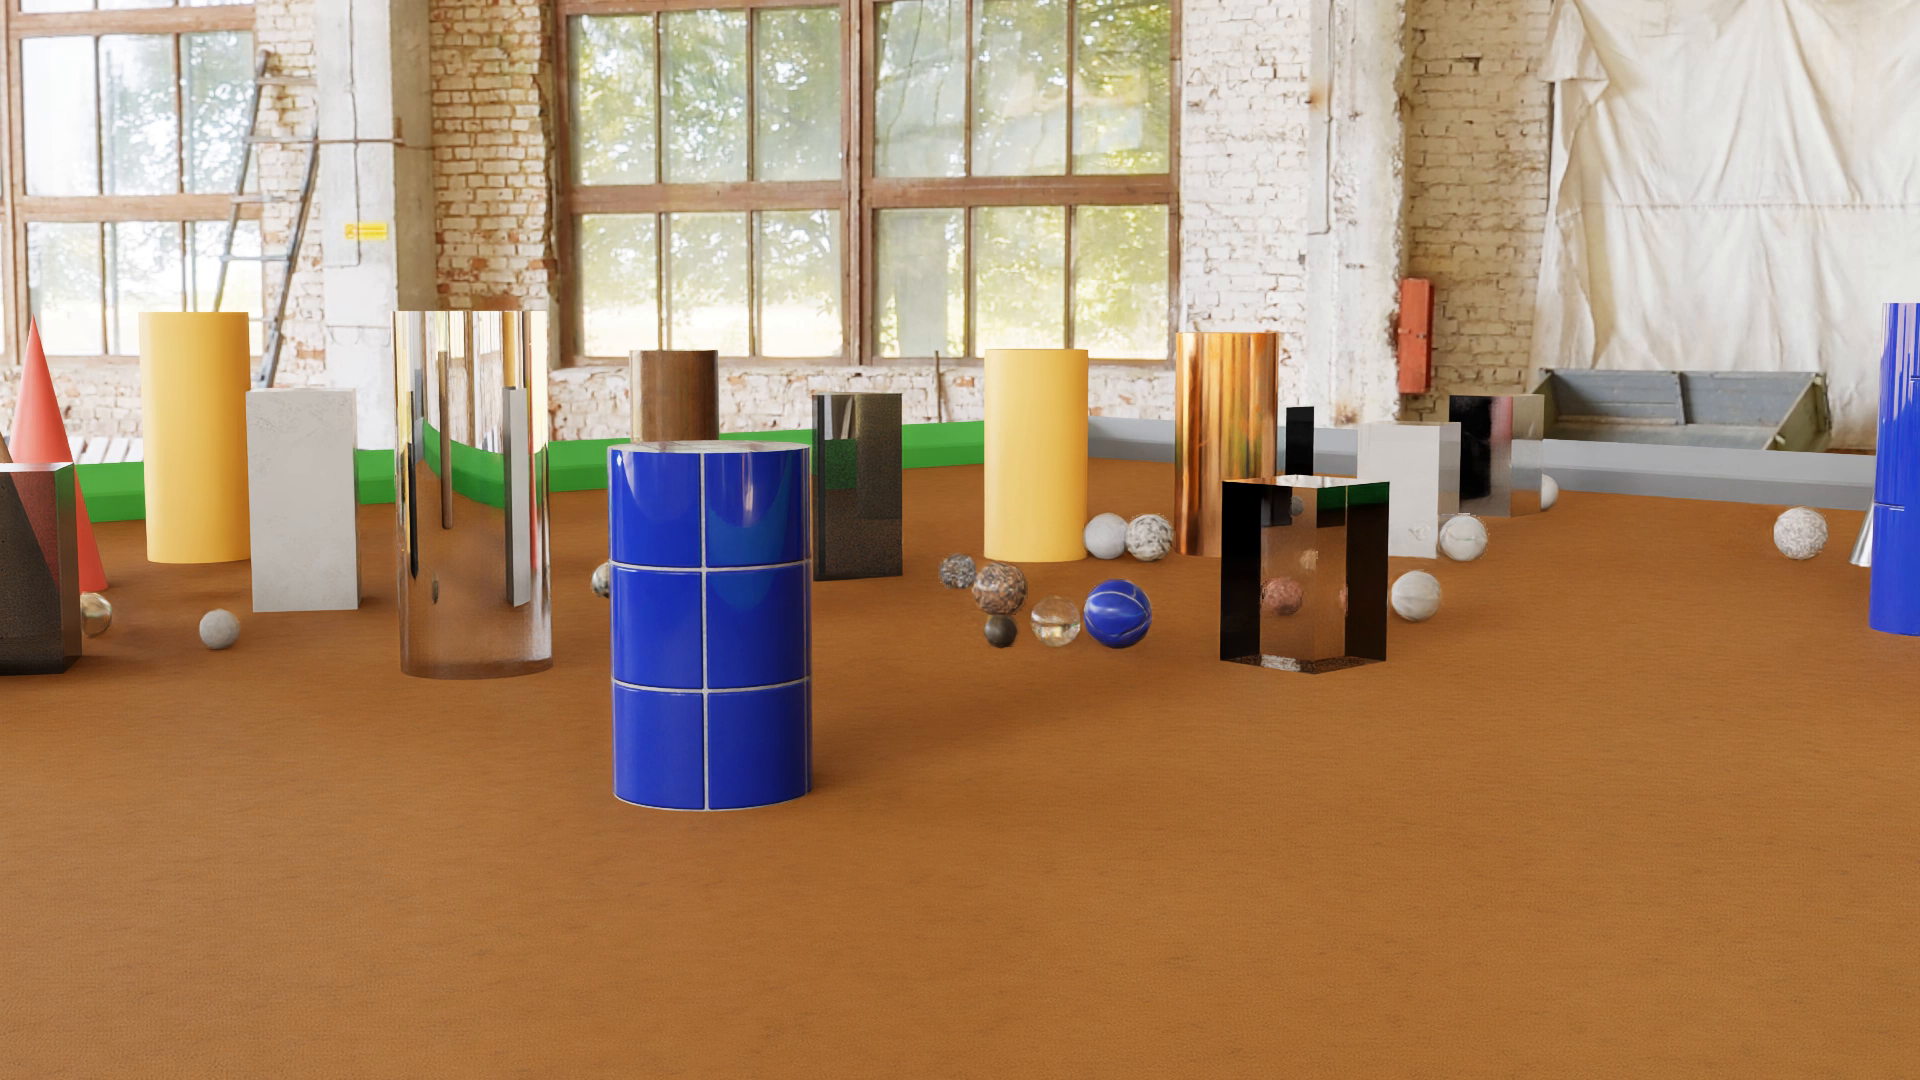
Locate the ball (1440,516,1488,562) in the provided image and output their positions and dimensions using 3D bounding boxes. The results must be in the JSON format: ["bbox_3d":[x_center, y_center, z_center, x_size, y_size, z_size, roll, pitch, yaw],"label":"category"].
[{"bbox_3d":[0.880,-0.003,3.842,0.081,0.081,0.081,0,6,0],"label":"ball"}]

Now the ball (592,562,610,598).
[{"bbox_3d":[-0.536,0.062,3.362,0.054,0.054,0.054,0,6,0],"label":"ball"}]

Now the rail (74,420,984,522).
[{"bbox_3d":[-1.412,-0.131,4.854,4.886,0.120,0.045,-6,8,-42],"label":"rail"}]

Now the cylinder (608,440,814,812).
[{"bbox_3d":[-0.228,0.073,2.019,0.184,0.317,0.184,0,6,0],"label":"cylinder"}]

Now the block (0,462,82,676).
[{"bbox_3d":[-1.178,0.034,2.713,0.147,0.247,0.147,-1,6,-13],"label":"block"}]

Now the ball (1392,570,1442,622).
[{"bbox_3d":[0.647,0.079,3.118,0.071,0.071,0.071,0,6,0],"label":"ball"}]

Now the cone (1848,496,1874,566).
[{"bbox_3d":[1.639,-0.109,3.797,0.184,0.302,0.184,0,6,0],"label":"cone"}]

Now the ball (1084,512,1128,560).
[{"bbox_3d":[0.260,-0.007,3.874,0.082,0.082,0.082,0,6,0],"label":"ball"}]

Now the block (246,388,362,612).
[{"bbox_3d":[-0.976,-0.064,3.279,0.147,0.321,0.147,-1,6,-12],"label":"block"}]

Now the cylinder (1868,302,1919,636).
[{"bbox_3d":[1.355,-0.100,3.015,0.184,0.449,0.184,0,6,0],"label":"cylinder"}]

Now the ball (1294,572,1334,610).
[{"bbox_3d":[0.518,0.075,3.222,0.057,0.057,0.057,0,6,0],"label":"ball"}]

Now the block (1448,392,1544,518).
[{"bbox_3d":[1.151,-0.185,4.728,0.147,0.255,0.147,5,8,40],"label":"block"}]

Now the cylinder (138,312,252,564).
[{"bbox_3d":[-1.347,-0.185,3.888,0.184,0.434,0.184,0,6,0],"label":"cylinder"}]

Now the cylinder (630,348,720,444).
[{"bbox_3d":[-0.592,-0.218,4.570,0.184,0.354,0.184,0,6,0],"label":"cylinder"}]

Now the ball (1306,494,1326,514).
[{"bbox_3d":[0.765,-0.079,4.737,0.043,0.043,0.043,0,6,0],"label":"ball"}]

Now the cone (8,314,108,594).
[{"bbox_3d":[-1.442,-0.138,3.445,0.184,0.434,0.184,0,6,0],"label":"cone"}]

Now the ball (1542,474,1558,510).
[{"bbox_3d":[1.263,-0.103,4.792,0.080,0.080,0.080,0,6,0],"label":"ball"}]

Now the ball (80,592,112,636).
[{"bbox_3d":[-1.177,0.101,2.971,0.060,0.060,0.060,0,6,0],"label":"ball"}]

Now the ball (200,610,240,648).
[{"bbox_3d":[-0.965,0.116,2.867,0.052,0.052,0.052,0,6,0],"label":"ball"}]

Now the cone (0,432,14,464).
[{"bbox_3d":[-1.340,-0.022,3.078,0.184,0.281,0.184,0,6,0],"label":"cone"}]

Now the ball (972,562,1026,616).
[{"bbox_3d":[0.057,0.071,3.167,0.077,0.077,0.077,0,6,0],"label":"ball"}]

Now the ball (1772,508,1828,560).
[{"bbox_3d":[1.480,-0.011,3.871,0.092,0.092,0.092,0,6,0],"label":"ball"}]

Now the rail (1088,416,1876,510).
[{"bbox_3d":[1.778,-0.142,4.964,0.045,0.120,4.212,-6,8,-42],"label":"rail"}]

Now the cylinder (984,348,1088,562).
[{"bbox_3d":[0.135,-0.154,3.906,0.184,0.368,0.184,0,6,0],"label":"cylinder"}]

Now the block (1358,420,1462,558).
[{"bbox_3d":[0.813,-0.095,3.985,0.147,0.234,0.147,3,7,27],"label":"block"}]

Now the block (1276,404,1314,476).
[{"bbox_3d":[0.623,-0.157,4.536,0.147,0.240,0.147,-5,8,-37],"label":"block"}]

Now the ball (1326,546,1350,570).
[{"bbox_3d":[0.639,0.030,3.718,0.042,0.042,0.042,0,6,0],"label":"ball"}]

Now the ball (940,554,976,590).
[{"bbox_3d":[-0.003,0.049,3.468,0.057,0.057,0.057,0,6,0],"label":"ball"}]

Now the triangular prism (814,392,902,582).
[{"bbox_3d":[-0.198,-0.093,3.651,0.160,0.302,0.138,-3,7,-29],"label":"triangular prism"}]

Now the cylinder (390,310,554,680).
[{"bbox_3d":[-0.597,-0.060,2.695,0.184,0.438,0.184,0,6,0],"label":"cylinder"}]

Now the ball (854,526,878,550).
[{"bbox_3d":[-0.173,-0.004,4.027,0.044,0.044,0.044,0,6,0],"label":"ball"}]

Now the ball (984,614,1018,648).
[{"bbox_3d":[0.053,0.120,2.873,0.043,0.043,0.043,0,6,0],"label":"ball"}]

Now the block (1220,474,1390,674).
[{"bbox_3d":[0.432,0.039,2.757,0.147,0.227,0.147,-6,8,-43],"label":"block"}]

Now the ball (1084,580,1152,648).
[{"bbox_3d":[0.206,0.097,2.867,0.090,0.090,0.090,0,6,0],"label":"ball"}]

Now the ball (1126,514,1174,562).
[{"bbox_3d":[0.330,-0.003,3.829,0.084,0.084,0.084,0,6,0],"label":"ball"}]

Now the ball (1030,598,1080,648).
[{"bbox_3d":[0.125,0.107,2.880,0.066,0.066,0.066,0,6,0],"label":"ball"}]

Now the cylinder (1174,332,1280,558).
[{"bbox_3d":[0.481,-0.176,3.977,0.184,0.397,0.184,0,6,0],"label":"cylinder"}]
